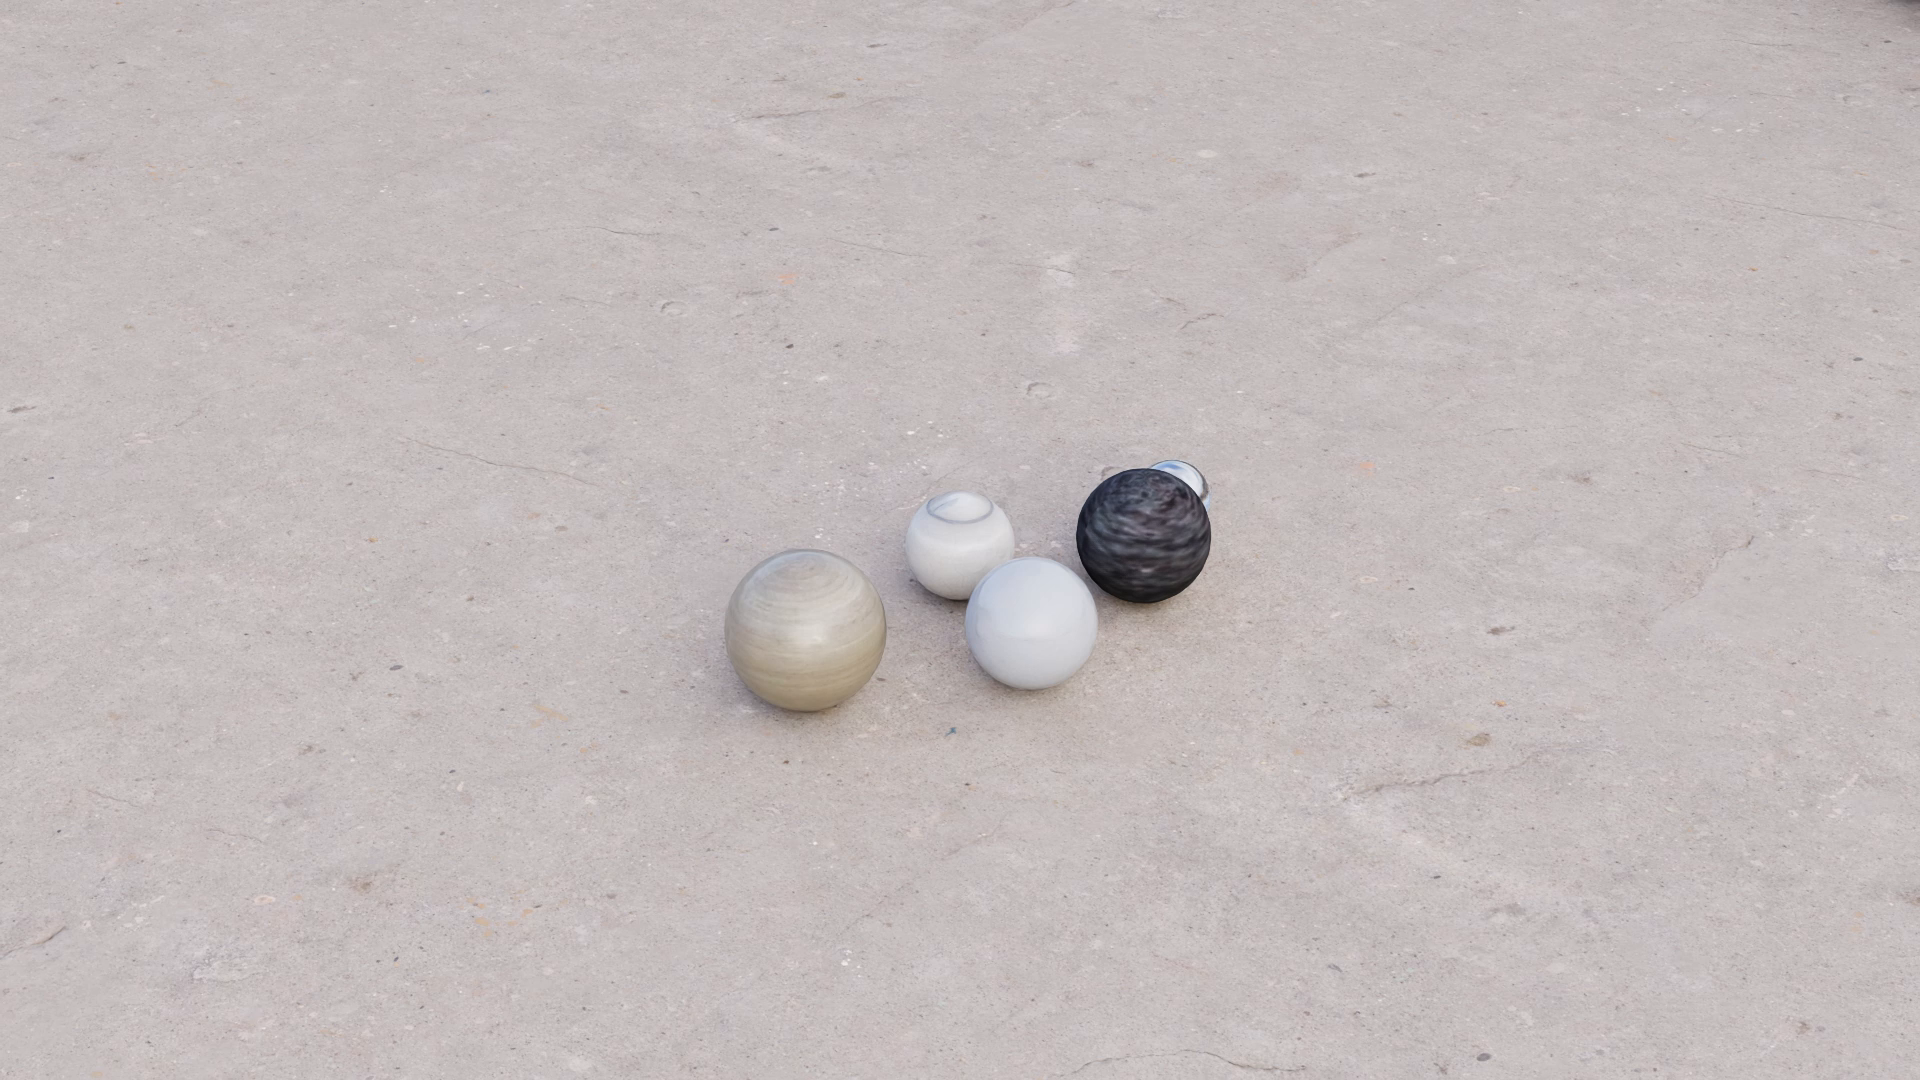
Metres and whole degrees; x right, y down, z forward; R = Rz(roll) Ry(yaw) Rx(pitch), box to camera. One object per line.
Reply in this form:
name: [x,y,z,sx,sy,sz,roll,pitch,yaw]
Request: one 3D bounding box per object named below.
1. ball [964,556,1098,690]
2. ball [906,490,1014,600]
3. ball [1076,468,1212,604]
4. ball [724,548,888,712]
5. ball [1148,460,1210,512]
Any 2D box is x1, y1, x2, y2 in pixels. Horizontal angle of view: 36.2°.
ball: [0.040,0.046,1.629,0.074,0.074,0.074,0,31,0]
ball: [0.000,0.003,1.712,0.064,0.064,0.064,0,31,0]
ball: [0.107,-0.002,1.707,0.079,0.079,0.079,0,31,0]
ball: [-0.084,0.049,1.609,0.089,0.089,0.089,0,31,0]
ball: [0.128,-0.026,1.778,0.046,0.046,0.046,0,31,0]
